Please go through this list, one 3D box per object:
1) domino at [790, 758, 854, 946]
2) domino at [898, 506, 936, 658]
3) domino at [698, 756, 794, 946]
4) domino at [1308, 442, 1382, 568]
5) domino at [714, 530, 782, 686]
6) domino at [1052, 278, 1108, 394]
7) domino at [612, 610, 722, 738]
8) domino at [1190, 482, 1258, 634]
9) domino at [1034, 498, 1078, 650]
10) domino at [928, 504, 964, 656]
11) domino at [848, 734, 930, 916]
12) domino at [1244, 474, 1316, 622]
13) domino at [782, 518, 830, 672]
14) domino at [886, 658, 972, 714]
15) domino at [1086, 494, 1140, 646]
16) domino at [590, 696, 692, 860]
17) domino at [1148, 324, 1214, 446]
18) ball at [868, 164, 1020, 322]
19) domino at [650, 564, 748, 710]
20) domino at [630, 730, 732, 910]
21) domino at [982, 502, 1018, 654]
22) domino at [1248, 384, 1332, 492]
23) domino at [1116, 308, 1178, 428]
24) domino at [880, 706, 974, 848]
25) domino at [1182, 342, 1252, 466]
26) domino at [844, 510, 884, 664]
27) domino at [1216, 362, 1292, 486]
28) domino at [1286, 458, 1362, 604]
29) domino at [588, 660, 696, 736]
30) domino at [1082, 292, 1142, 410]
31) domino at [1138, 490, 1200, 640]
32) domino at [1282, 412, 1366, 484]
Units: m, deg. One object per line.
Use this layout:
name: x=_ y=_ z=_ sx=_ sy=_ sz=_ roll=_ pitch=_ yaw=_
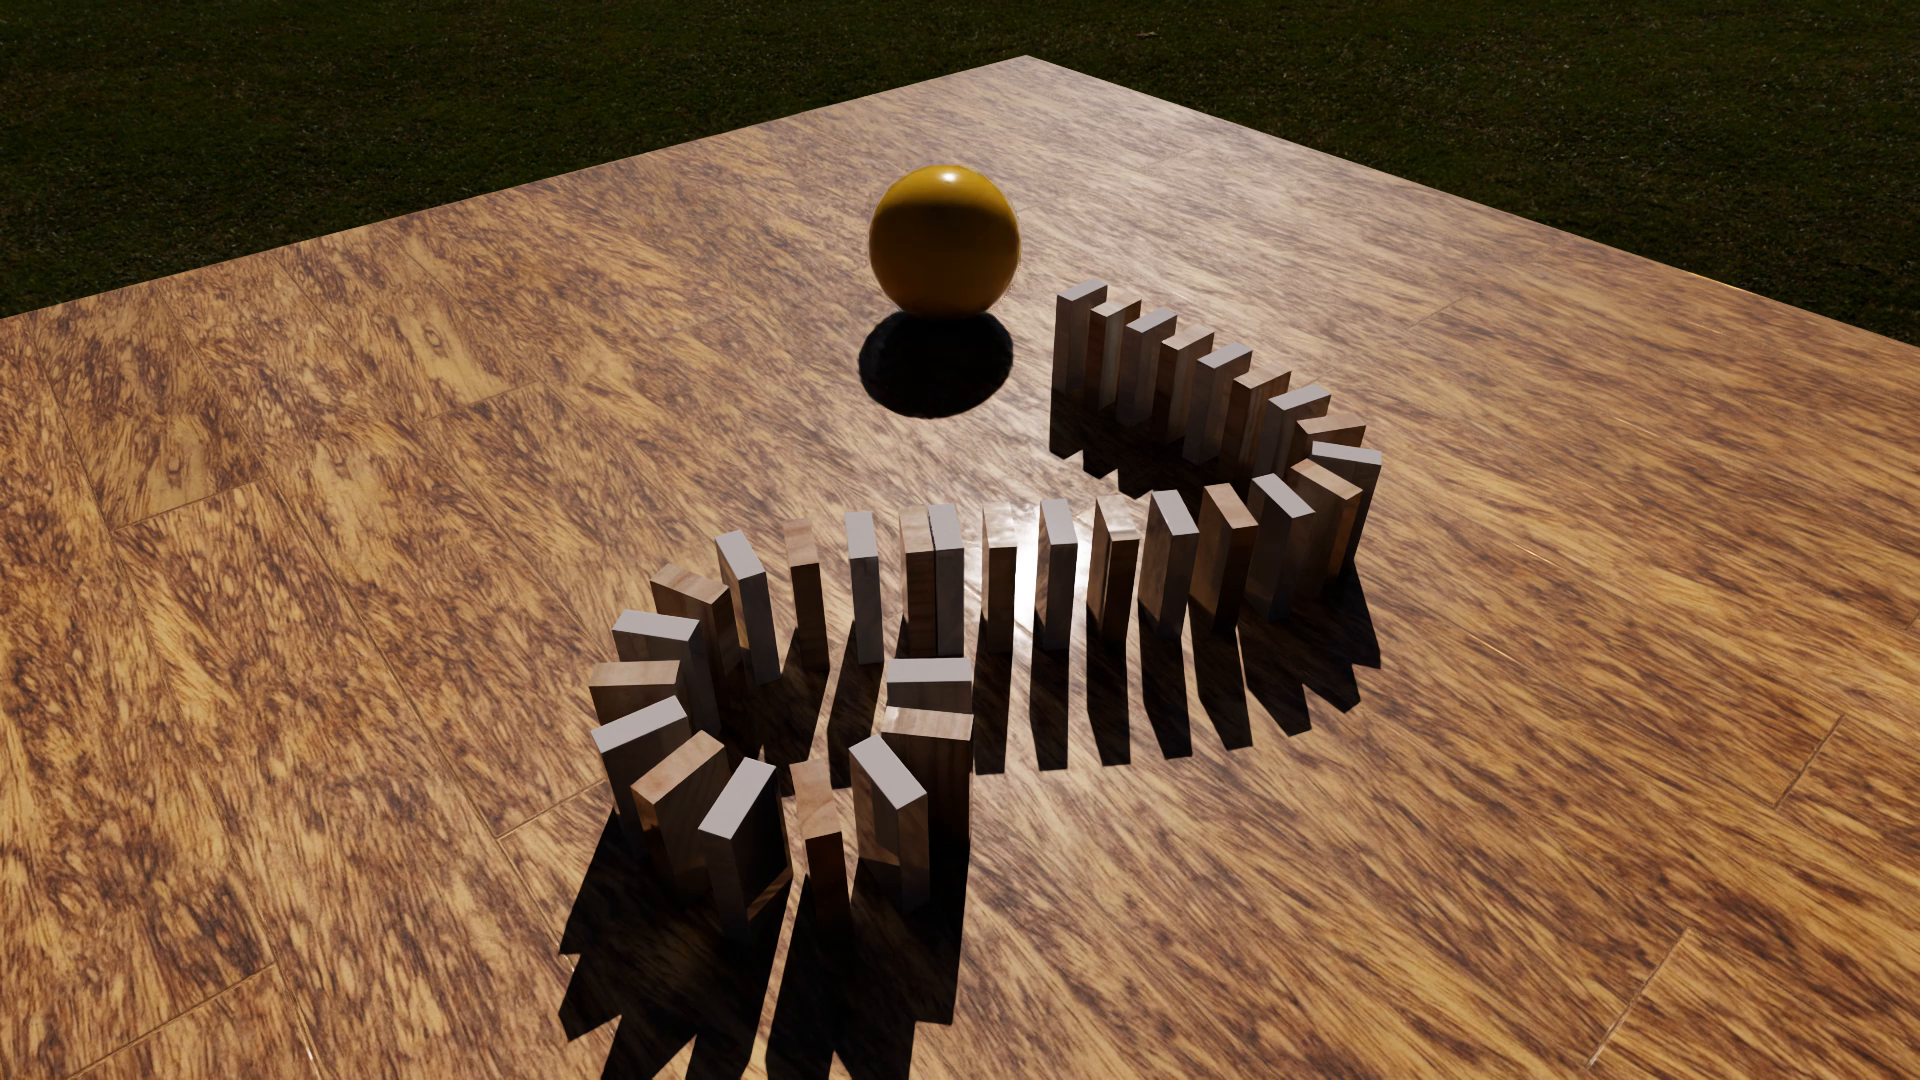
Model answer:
domino: x=-0.038 y=0.087 z=0.305 sx=0.009 sy=0.050 sz=0.025 roll=-10 pitch=40 yaw=-12
domino: x=-0.015 y=0.015 z=0.393 sx=0.009 sy=0.050 sz=0.025 roll=-5 pitch=40 yaw=-6
domino: x=-0.058 y=0.087 z=0.305 sx=0.010 sy=0.050 sz=0.025 roll=13 pitch=41 yaw=15
domino: x=0.145 y=-0.013 z=0.428 sx=0.025 sy=0.050 sz=0.009 roll=10 pitch=40 yaw=12
domino: x=-0.073 y=0.024 z=0.382 sx=0.009 sy=0.050 sz=0.025 roll=-18 pitch=43 yaw=-21
domino: x=0.058 y=-0.098 z=0.531 sx=0.025 sy=0.050 sz=0.009 roll=-30 pitch=48 yaw=-32
domino: x=-0.094 y=0.046 z=0.356 sx=0.025 sy=0.050 sz=0.009 roll=7 pitch=40 yaw=9
domino: x=0.095 y=0.007 z=0.403 sx=0.009 sy=0.050 sz=0.025 roll=-8 pitch=40 yaw=-10
domino: x=0.034 y=0.013 z=0.396 sx=0.009 sy=0.050 sz=0.025 roll=-3 pitch=39 yaw=-4
domino: x=-0.005 y=0.015 z=0.394 sx=0.009 sy=0.050 sz=0.025 roll=-5 pitch=40 yaw=-6
domino: x=-0.020 y=0.081 z=0.312 sx=0.009 sy=0.050 sz=0.025 roll=-24 pitch=45 yaw=-26
domino: x=0.115 y=0.003 z=0.407 sx=0.009 sy=0.050 sz=0.025 roll=-14 pitch=41 yaw=-17
domino: x=-0.054 y=0.020 z=0.387 sx=0.010 sy=0.050 sz=0.025 roll=-9 pitch=40 yaw=-10
domino: x=-0.009 y=0.058 z=0.341 sx=0.025 sy=0.050 sz=0.009 roll=-1 pitch=39 yaw=-1
domino: x=0.055 y=0.011 z=0.397 sx=0.010 sy=0.050 sz=0.025 roll=-4 pitch=40 yaw=-5
domino: x=-0.090 y=0.071 z=0.325 sx=0.025 sy=0.050 sz=0.009 roll=-22 pitch=44 yaw=-25
domino: x=0.100 y=-0.070 z=0.496 sx=0.025 sy=0.050 sz=0.009 roll=-29 pitch=48 yaw=-31
ball: x=-0.008 y=-0.155 z=0.577 sx=0.080 sy=0.080 sz=0.080 roll=0 pitch=39 yaw=0
domino: x=-0.087 y=0.033 z=0.371 sx=0.025 sy=0.050 sz=0.009 roll=18 pitch=43 yaw=21
domino: x=-0.076 y=0.080 z=0.313 sx=0.010 sy=0.050 sz=0.025 roll=27 pitch=46 yaw=29
domino: x=0.014 y=0.014 z=0.395 sx=0.009 sy=0.050 sz=0.025 roll=-3 pitch=39 yaw=-3
domino: x=0.137 y=-0.038 z=0.458 sx=0.025 sy=0.050 sz=0.009 roll=-19 pitch=43 yaw=-22
domino: x=0.086 y=-0.079 z=0.508 sx=0.025 sy=0.050 sz=0.010 roll=-31 pitch=48 yaw=-32
domino: x=-0.009 y=0.071 z=0.325 sx=0.025 sy=0.050 sz=0.010 roll=5 pitch=40 yaw=6
domino: x=0.113 y=-0.060 z=0.484 sx=0.025 sy=0.050 sz=0.009 roll=-27 pitch=46 yaw=-29
domino: x=-0.034 y=0.017 z=0.390 sx=0.010 sy=0.050 sz=0.025 roll=-6 pitch=40 yaw=-7
domino: x=0.125 y=-0.049 z=0.472 sx=0.025 sy=0.050 sz=0.009 roll=-25 pitch=45 yaw=-27
domino: x=0.133 y=-0.003 z=0.415 sx=0.010 sy=0.050 sz=0.025 roll=-26 pitch=46 yaw=-28
domino: x=-0.096 y=0.059 z=0.340 sx=0.025 sy=0.050 sz=0.010 roll=-1 pitch=39 yaw=-2
domino: x=0.072 y=-0.089 z=0.520 sx=0.025 sy=0.050 sz=0.009 roll=-31 pitch=49 yaw=-32
domino: x=0.075 y=0.010 z=0.400 sx=0.010 sy=0.050 sz=0.025 roll=-6 pitch=40 yaw=-7
domino: x=0.144 y=-0.026 z=0.443 sx=0.025 sy=0.050 sz=0.010 roll=-9 pitch=40 yaw=-11
